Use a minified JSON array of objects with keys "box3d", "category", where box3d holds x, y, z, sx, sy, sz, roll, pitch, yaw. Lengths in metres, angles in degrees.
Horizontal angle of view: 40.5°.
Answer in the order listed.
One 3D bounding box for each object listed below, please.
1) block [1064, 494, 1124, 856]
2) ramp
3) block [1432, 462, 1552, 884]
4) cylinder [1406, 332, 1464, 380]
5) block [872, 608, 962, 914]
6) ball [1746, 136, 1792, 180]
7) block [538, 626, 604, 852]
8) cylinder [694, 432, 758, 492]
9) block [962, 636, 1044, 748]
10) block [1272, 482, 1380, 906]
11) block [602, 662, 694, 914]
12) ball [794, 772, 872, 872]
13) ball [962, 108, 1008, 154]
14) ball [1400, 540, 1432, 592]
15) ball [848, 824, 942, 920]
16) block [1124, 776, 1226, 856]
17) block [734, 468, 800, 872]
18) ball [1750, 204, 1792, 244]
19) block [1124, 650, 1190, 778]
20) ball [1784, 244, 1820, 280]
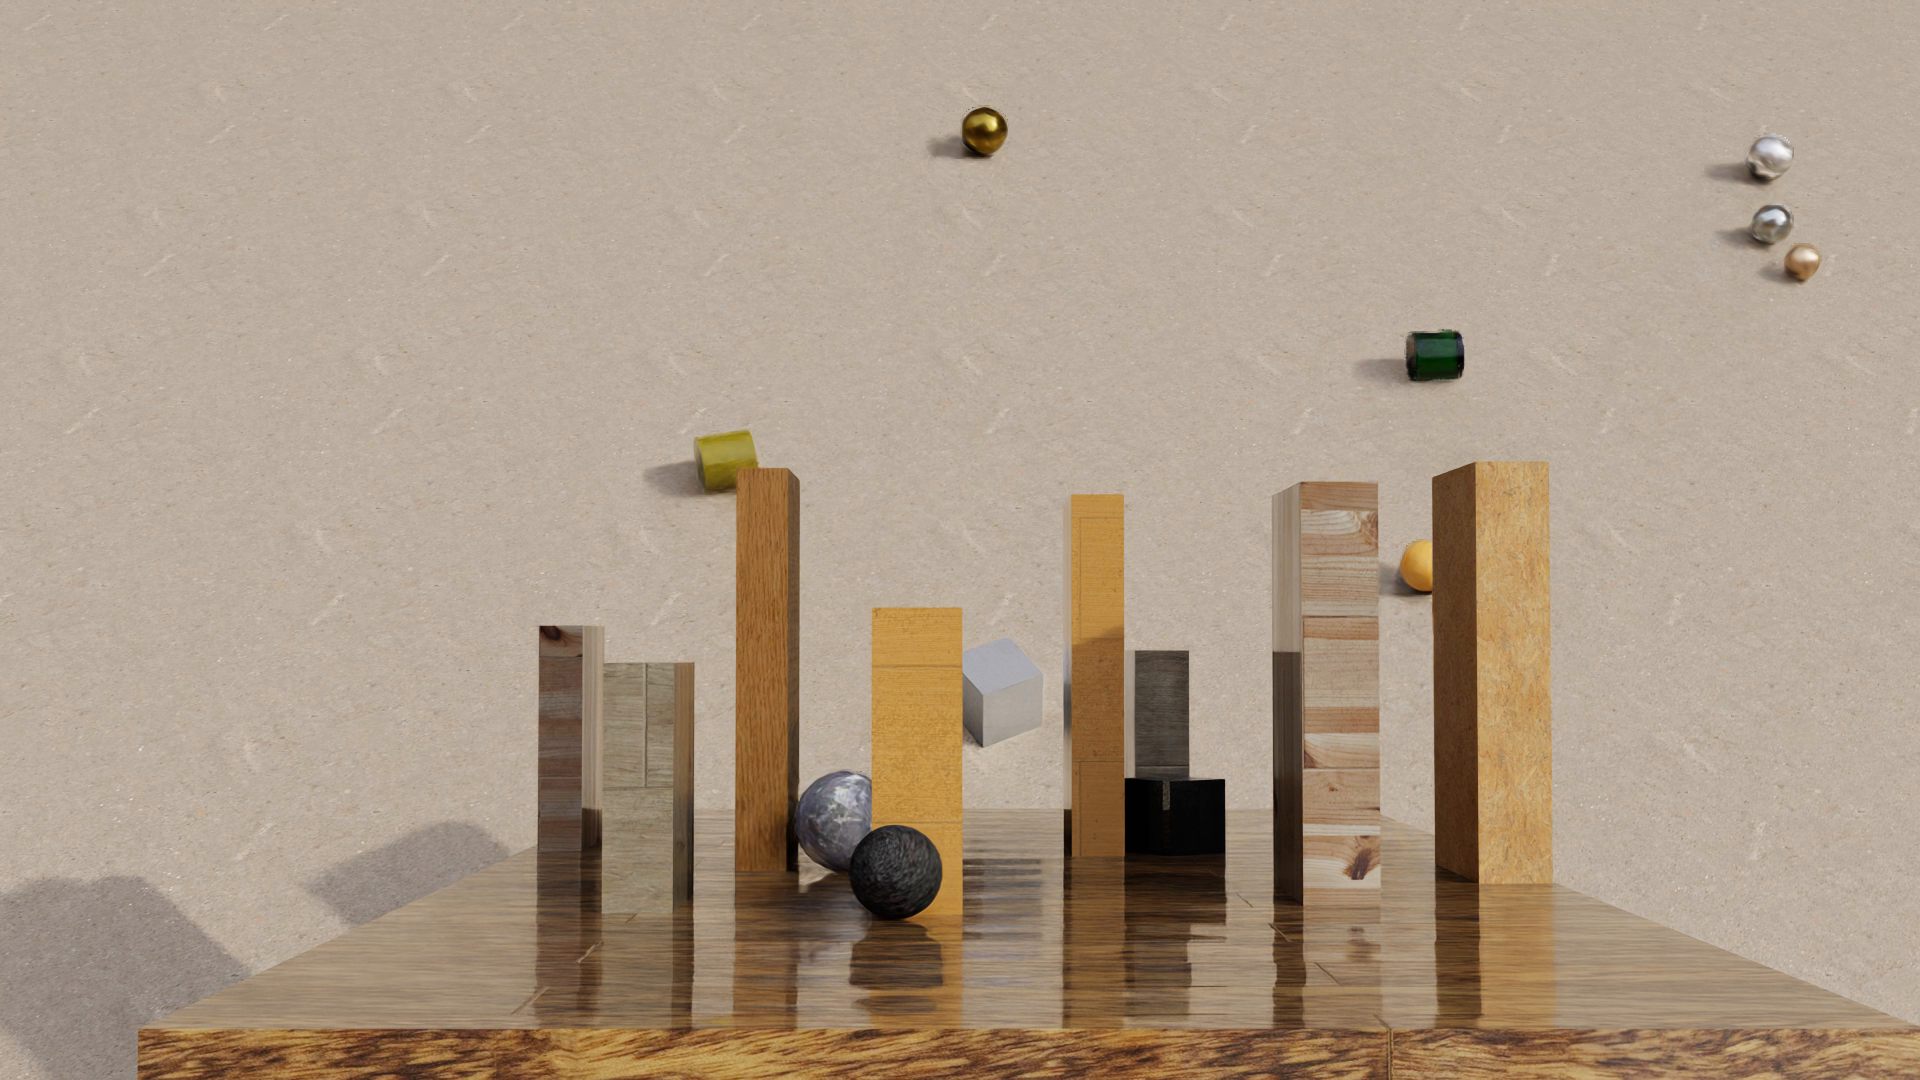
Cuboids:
[{"box3d":[0.283,0.286,5.550,0.109,0.742,0.418,0,-2,0],"category":"block"},{"box3d":[0.080,0.680,4.905,2.000,0.100,4.000,0,-2,0],"category":"ramp"},{"box3d":[1.007,0.249,4.943,0.134,0.766,0.438,0,-2,0],"category":"block"},{"box3d":[1.588,-0.615,8.695,0.158,0.158,0.158,-3,37,-4],"category":"cylinder"},{"box3d":[-0.069,0.359,4.307,0.146,0.491,0.264,0,-2,0],"category":"block"},{"box3d":[3.050,-1.439,9.800,0.167,0.167,0.167,0,37,0],"category":"ball"},{"box3d":[-0.842,0.424,5.646,0.092,0.474,0.343,0,-2,0],"category":"block"},{"box3d":[-0.736,-0.247,8.191,0.169,0.169,0.169,-10,38,-13],"category":"cylinder"},{"box3d":[0.100,0.424,7.267,0.191,0.191,0.191,-19,40,-23],"category":"block"},{"box3d":[0.633,0.262,4.529,0.129,0.704,0.410,0,-2,0],"category":"block"},{"box3d":[-0.519,0.406,4.354,0.114,0.401,0.329,0,-2,0],"category":"block"},{"box3d":[-0.221,0.538,4.973,0.191,0.191,0.191,0,37,0],"category":"ball"},{"box3d":[0.094,-1.566,9.961,0.179,0.179,0.179,0,37,0],"category":"ball"},{"box3d":[1.394,0.079,7.764,0.154,0.154,0.154,0,37,0],"category":"ball"},{"box3d":[-0.101,0.522,4.094,0.148,0.148,0.148,0,37,0],"category":"ball"},{"box3d":[0.446,0.575,5.433,0.153,0.153,0.153,2,-3,-37],"category":"block"},{"box3d":[-0.379,0.255,5.158,0.099,0.771,0.368,0,-2,0],"category":"block"},{"box3d":[2.940,-1.143,9.420,0.144,0.144,0.144,0,37,0],"category":"ball"},{"box3d":[0.431,0.453,5.718,0.116,0.421,0.344,0,-2,0],"category":"block"},{"box3d":[2.988,-0.987,9.227,0.122,0.122,0.122,0,37,0],"category":"ball"}]
